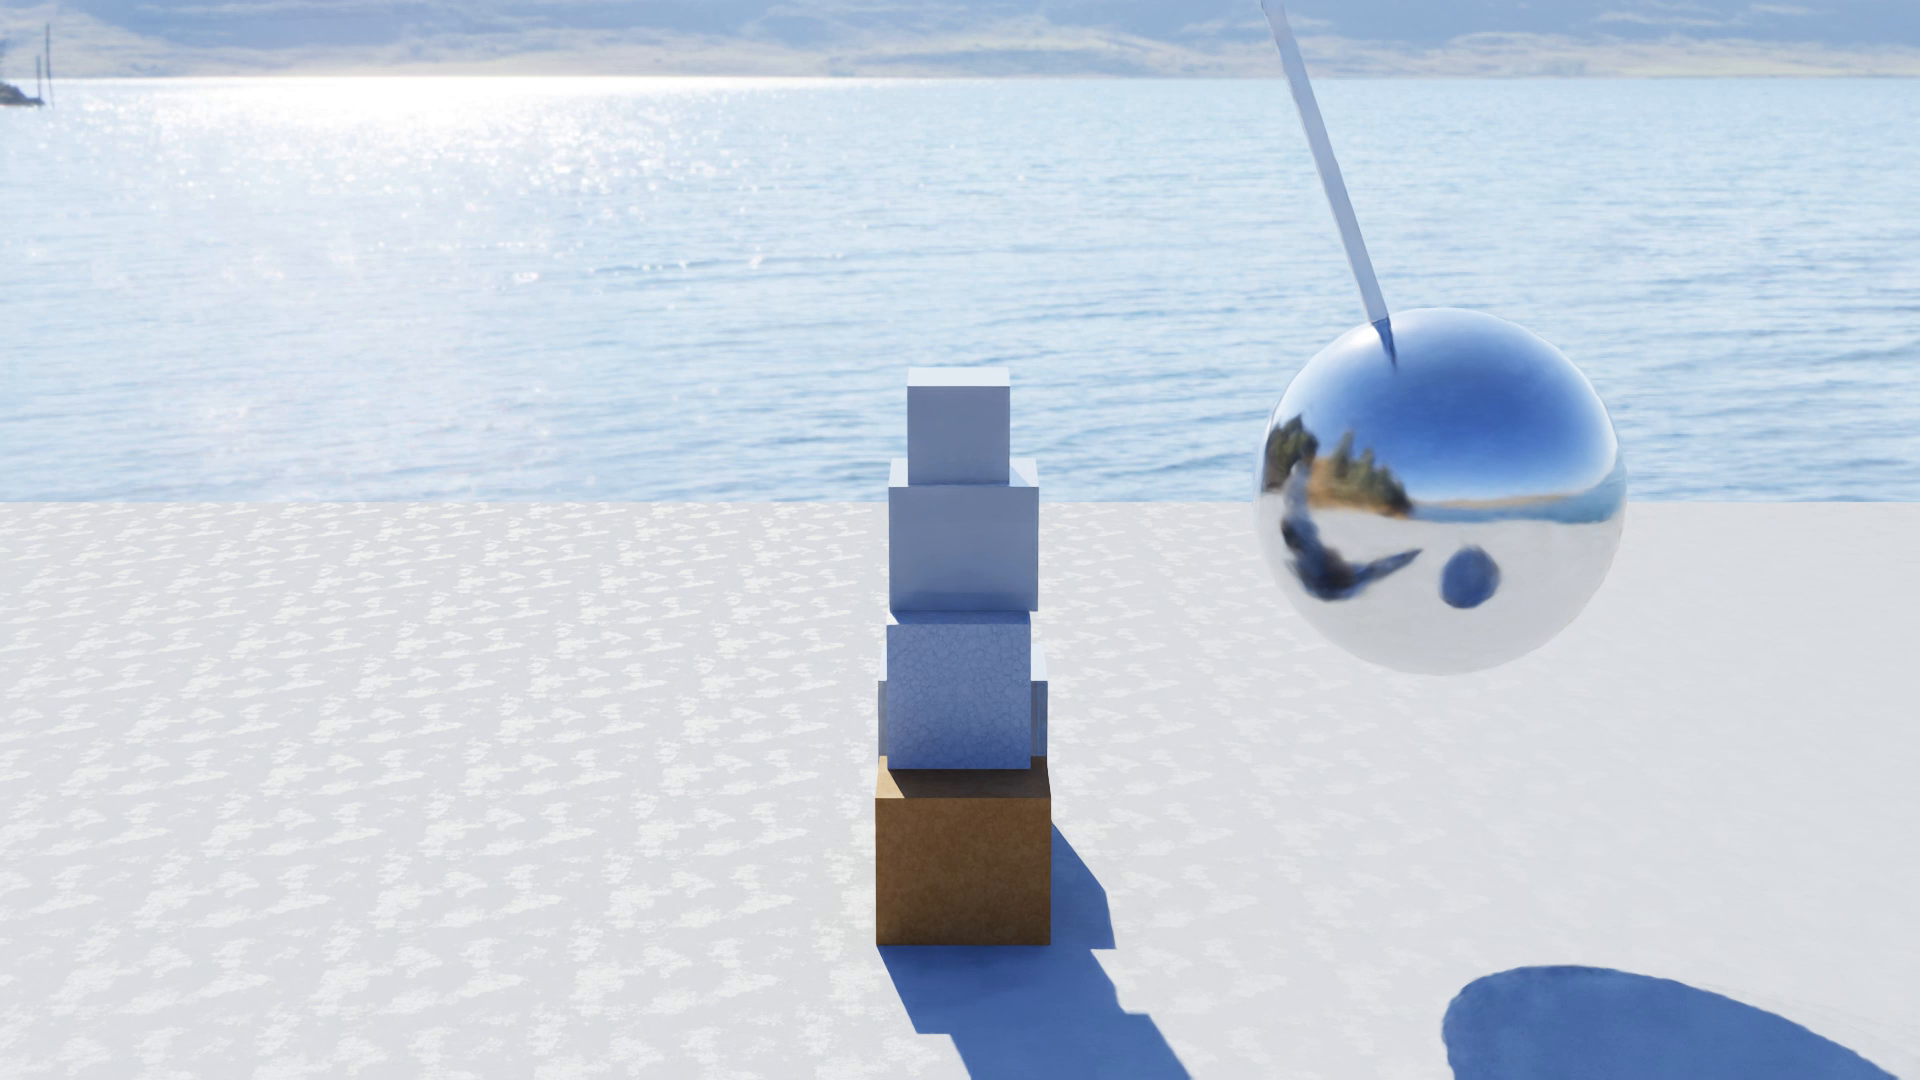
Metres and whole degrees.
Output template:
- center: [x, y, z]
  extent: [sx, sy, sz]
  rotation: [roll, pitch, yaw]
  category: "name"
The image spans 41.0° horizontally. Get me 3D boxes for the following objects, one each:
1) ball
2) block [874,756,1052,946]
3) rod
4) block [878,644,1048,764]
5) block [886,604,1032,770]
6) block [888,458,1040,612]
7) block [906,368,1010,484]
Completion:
- center: [2.074, -0.210, 11.142]
  extent: [1.600, 1.600, 1.600]
  rotation: [0, 10, 0]
  category: "ball"
- center: [0.013, 1.290, 10.732]
  extent: [0.713, 0.622, 0.649]
  rotation: [0, 10, 0]
  category: "block"
- center: [0.899, -3.349, 10.571]
  extent: [0.080, 5.200, 0.080]
  rotation: [-20, 10, 4]
  category: "rod"
- center: [0.013, 0.965, 11.984]
  extent: [0.766, 0.814, 0.755]
  rotation: [0, 10, 0]
  category: "block"
- center: [-0.005, 0.605, 11.021]
  extent: [0.603, 0.622, 0.586]
  rotation: [0, 10, 0]
  category: "block"
- center: [0.016, -0.028, 11.142]
  extent: [0.635, 0.546, 0.578]
  rotation: [0, 14, 0]
  category: "block"
- center: [-0.006, -0.493, 11.008]
  extent: [0.432, 0.422, 0.451]
  rotation: [0, 14, 0]
  category: "block"
